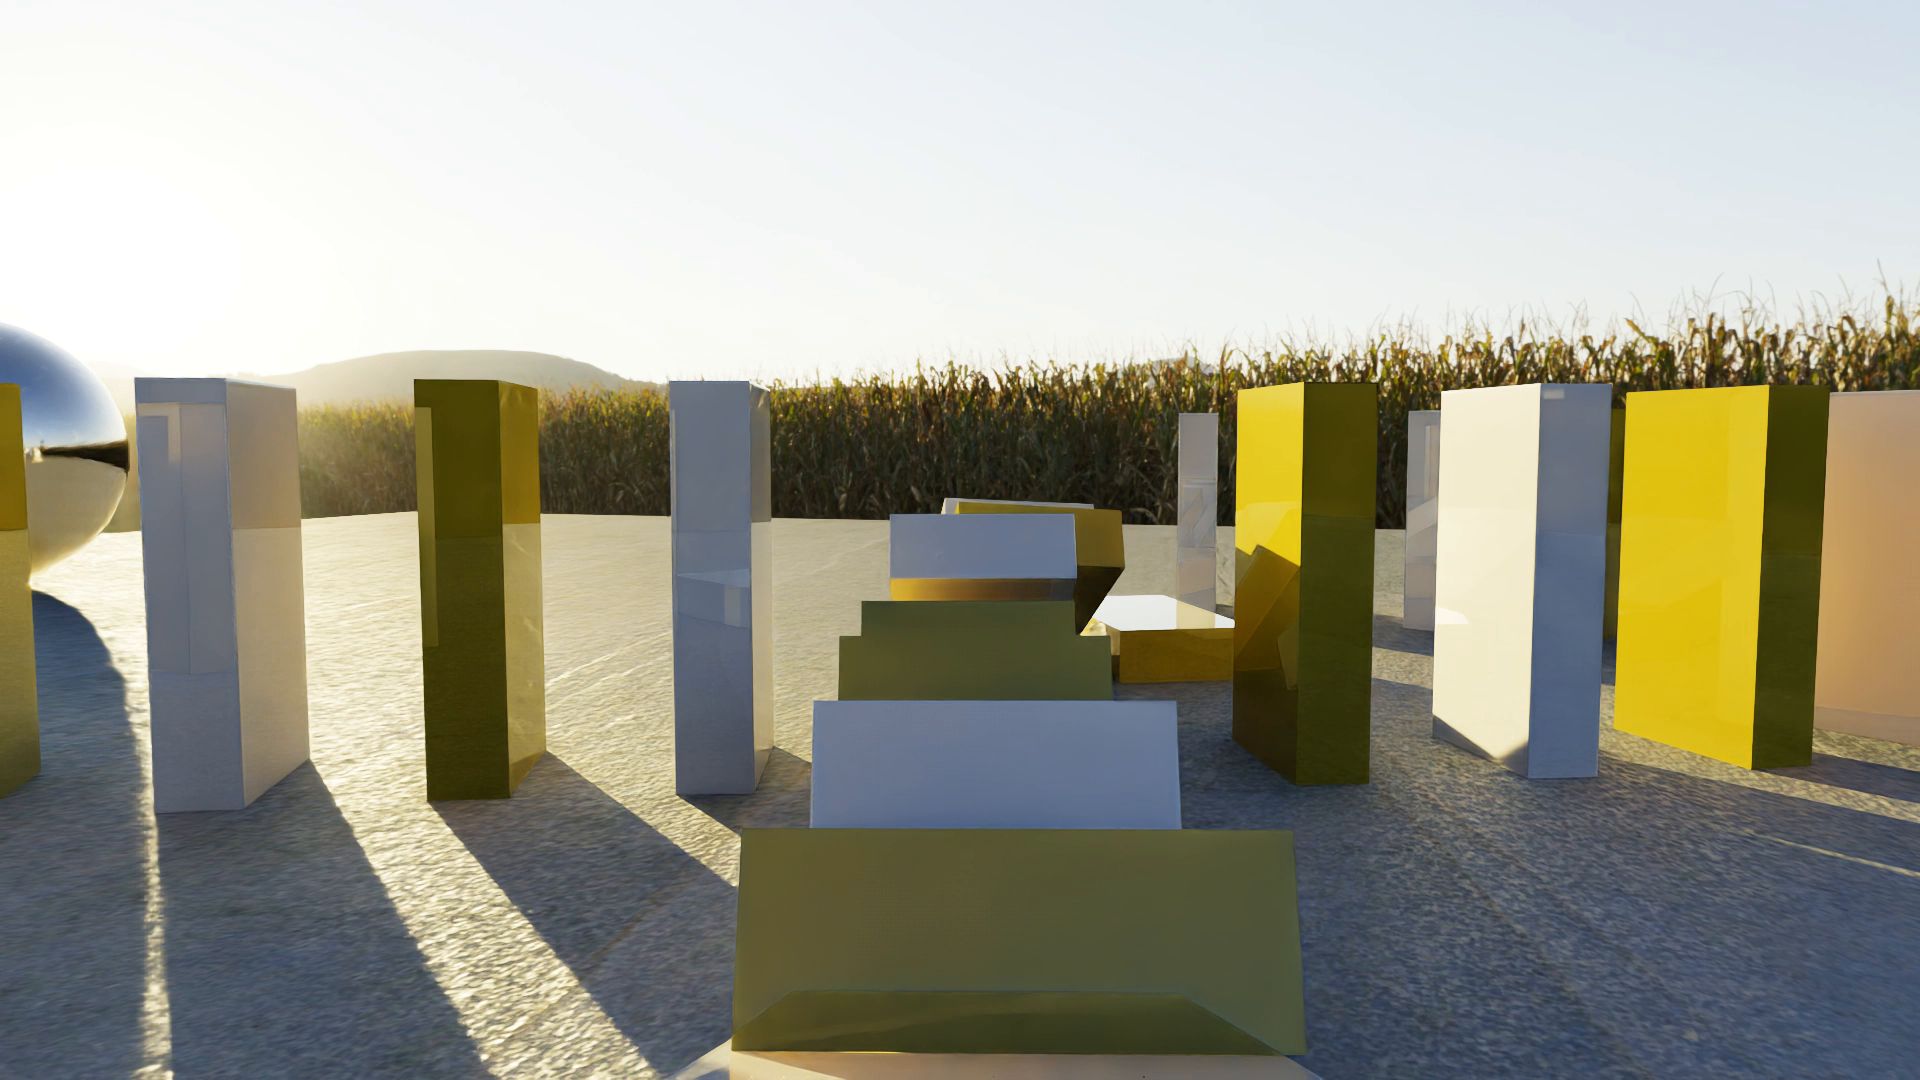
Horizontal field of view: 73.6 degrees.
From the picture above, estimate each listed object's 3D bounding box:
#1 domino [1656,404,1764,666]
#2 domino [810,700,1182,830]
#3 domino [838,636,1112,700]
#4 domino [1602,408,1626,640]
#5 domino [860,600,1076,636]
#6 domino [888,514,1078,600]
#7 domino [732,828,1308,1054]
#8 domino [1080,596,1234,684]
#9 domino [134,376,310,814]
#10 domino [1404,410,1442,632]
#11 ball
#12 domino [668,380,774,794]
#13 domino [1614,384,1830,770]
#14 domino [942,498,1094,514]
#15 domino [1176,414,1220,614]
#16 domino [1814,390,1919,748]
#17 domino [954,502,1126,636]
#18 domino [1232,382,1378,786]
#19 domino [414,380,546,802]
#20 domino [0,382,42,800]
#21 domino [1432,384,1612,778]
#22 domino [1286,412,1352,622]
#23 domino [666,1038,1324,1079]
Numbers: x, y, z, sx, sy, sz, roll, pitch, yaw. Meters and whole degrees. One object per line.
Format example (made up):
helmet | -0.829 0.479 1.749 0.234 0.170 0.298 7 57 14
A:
domino | 0.152 -0.002 0.254 0.025 0.050 0.010 -2 5 -25
domino | 0.002 0.022 0.111 0.025 0.009 0.050 0 -14 0
domino | 0.001 0.020 0.141 0.025 0.010 0.050 0 -14 0
domino | 0.136 -0.003 0.280 0.025 0.050 0.010 -4 6 -39
domino | 0.001 0.017 0.174 0.025 0.010 0.050 0 -13 -1
domino | 0.003 0.011 0.195 0.025 0.009 0.050 0 -25 -1
domino | 0.003 0.024 0.081 0.025 0.009 0.050 0 -15 1
domino | 0.036 0.019 0.254 0.025 0.010 0.050 -1 4 -10
domino | -0.091 0.006 0.159 0.009 0.050 0.025 -1 4 -11
domino | 0.114 -0.005 0.301 0.010 0.050 0.025 4 6 40
ball | -0.291 -0.026 0.376 0.080 0.080 0.080 0 4 0
domino | -0.030 0.005 0.167 0.010 0.050 0.025 0 4 -3
domino | 0.105 0.004 0.179 0.010 0.050 0.025 -1 4 -13
domino | 0.007 0.008 0.234 0.025 0.009 0.050 2 -25 -7
domino | 0.061 -0.007 0.329 0.010 0.050 0.025 1 4 12
domino | 0.133 0.003 0.190 0.010 0.050 0.025 -3 5 -31
domino | 0.008 0.010 0.214 0.025 0.009 0.050 3 -25 -8
domino | 0.045 0.005 0.171 0.010 0.050 0.025 0 4 -6
domino | -0.061 0.005 0.164 0.010 0.050 0.025 -1 4 -8
domino | -0.120 0.006 0.152 0.009 0.050 0.025 -2 5 -19
domino | 0.075 0.004 0.174 0.009 0.050 0.025 -1 4 -7
domino | 0.089 -0.006 0.318 0.010 0.050 0.025 2 5 29
domino | 0.002 0.026 0.051 0.025 0.009 0.050 0 -15 1
